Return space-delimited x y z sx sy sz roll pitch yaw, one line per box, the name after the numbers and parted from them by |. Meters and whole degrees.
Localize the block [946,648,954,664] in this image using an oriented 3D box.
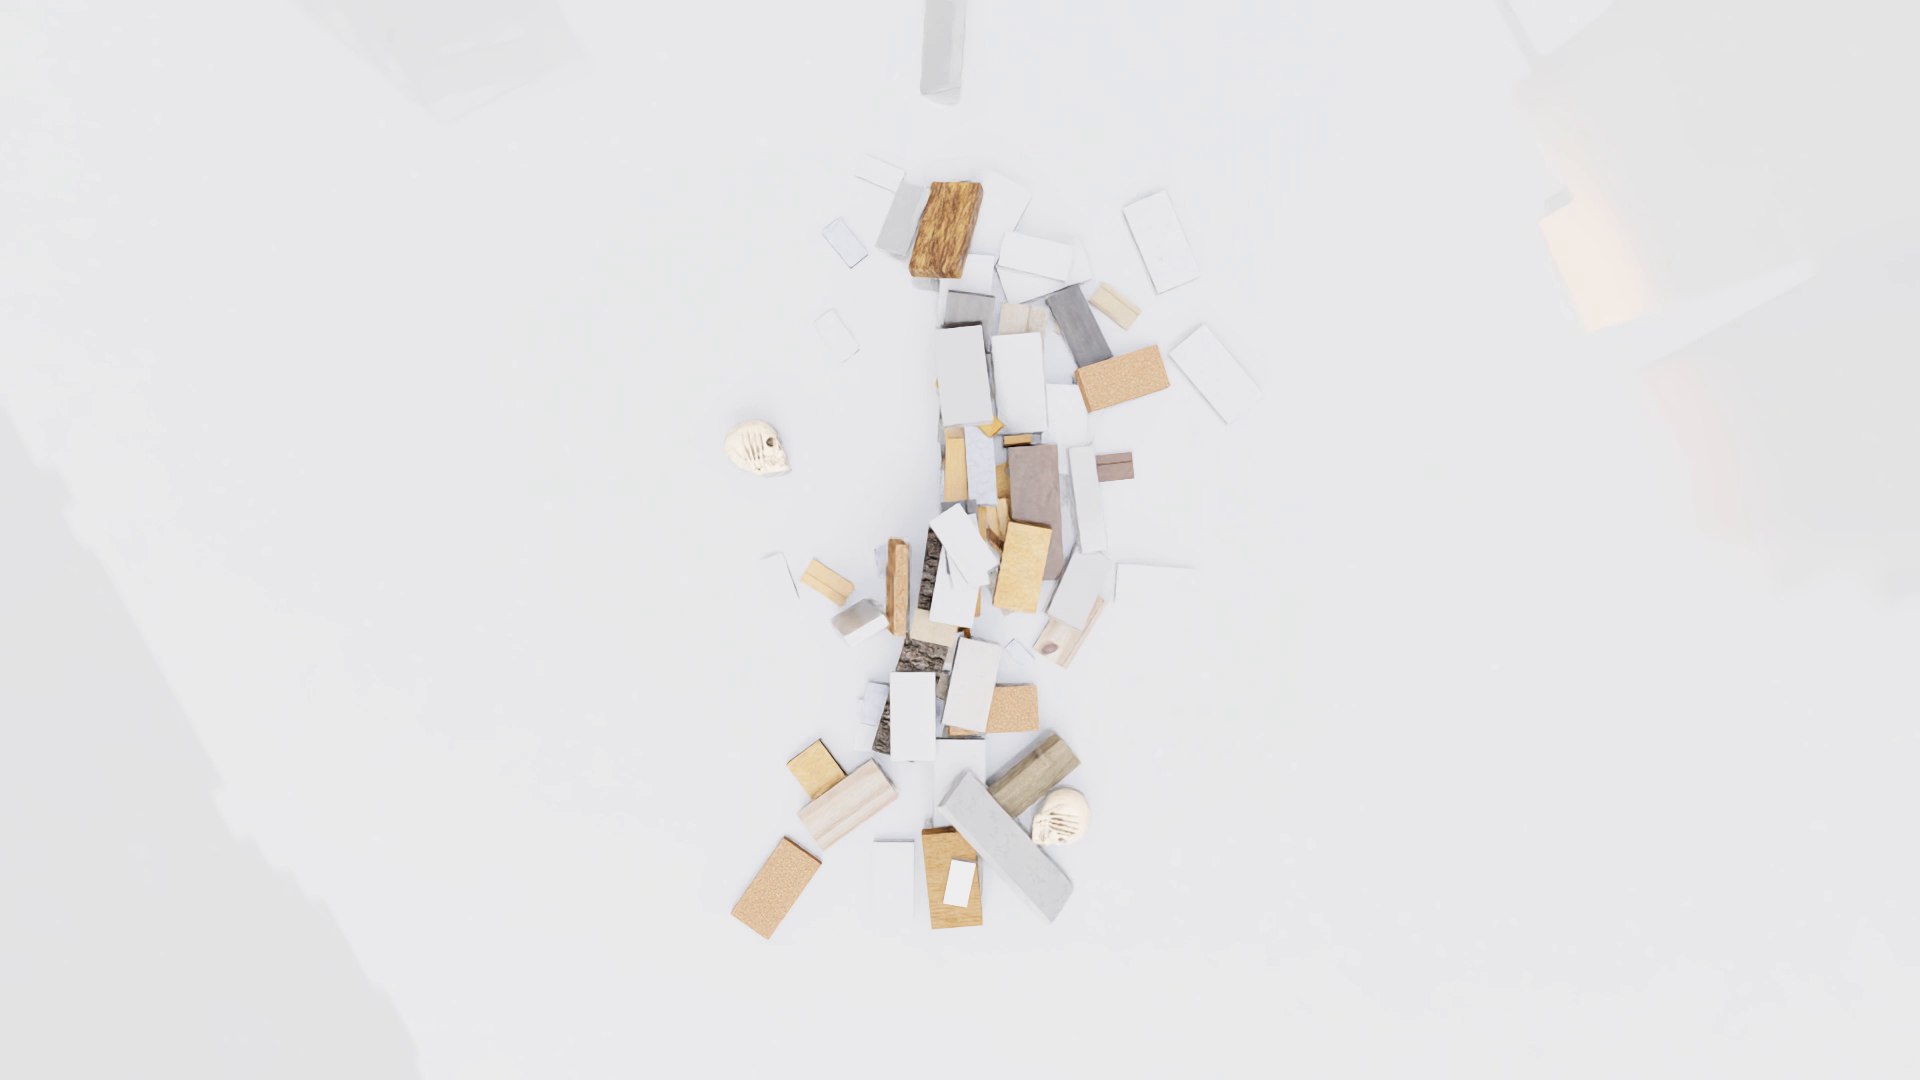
-0.068 0.302 5.407 0.099 0.028 0.198 3 102 2 | block

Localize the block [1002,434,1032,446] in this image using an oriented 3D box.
0.187 -0.326 5.386 0.089 0.177 0.025 -6 91 0 | block

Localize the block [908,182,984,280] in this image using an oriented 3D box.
-0.044 -1.014 5.389 0.170 0.048 0.340 6 68 20 | block

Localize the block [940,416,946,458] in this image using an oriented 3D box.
-0.009 -0.302 5.448 0.109 0.031 0.219 -2 109 2 | block

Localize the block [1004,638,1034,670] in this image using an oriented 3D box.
0.198 0.381 5.493 0.050 0.014 0.101 -43 90 0 | block

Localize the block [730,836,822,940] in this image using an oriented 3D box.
-0.610 1.156 5.478 0.153 0.043 0.307 35 90 0 | block

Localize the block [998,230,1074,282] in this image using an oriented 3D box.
0.250 -0.935 5.438 0.232 0.033 0.116 13 90 -2 | block

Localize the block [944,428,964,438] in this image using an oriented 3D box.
0.006 -0.347 5.386 0.109 0.031 0.219 -3 96 2 | block

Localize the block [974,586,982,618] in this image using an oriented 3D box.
-0.002 0.106 5.444 0.147 0.042 0.293 2 104 -1 | block

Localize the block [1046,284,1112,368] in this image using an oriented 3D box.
0.395 -0.704 5.466 0.116 0.033 0.267 -26 90 0 | block

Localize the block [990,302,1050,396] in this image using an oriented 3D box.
0.196 -0.622 5.457 0.155 0.044 0.310 8 98 0 | block

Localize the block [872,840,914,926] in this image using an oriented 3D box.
-0.221 1.138 5.481 0.136 0.039 0.273 0 90 0 | block

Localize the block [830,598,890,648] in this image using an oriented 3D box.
-0.329 0.265 5.347 0.144 0.288 0.041 -30 105 -8 | block

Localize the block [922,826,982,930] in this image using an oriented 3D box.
-0.025 1.106 5.409 0.169 0.048 0.338 -5 105 2 | block

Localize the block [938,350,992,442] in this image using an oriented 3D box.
0.013 -0.471 5.428 0.155 0.044 0.310 4 109 0 | block

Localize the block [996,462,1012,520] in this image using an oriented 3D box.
0.163 -0.165 5.487 0.090 0.026 0.181 -25 90 0 | block

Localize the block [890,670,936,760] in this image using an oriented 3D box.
-0.152 0.570 5.358 0.145 0.041 0.290 0 95 0 | block

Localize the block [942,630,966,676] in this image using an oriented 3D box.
-0.015 0.401 5.459 0.099 0.028 0.198 -12 104 5 | block

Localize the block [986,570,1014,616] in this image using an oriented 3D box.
0.141 0.174 5.490 0.074 0.021 0.148 -31 90 0 | block

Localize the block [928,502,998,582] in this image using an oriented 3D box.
0.010 0.009 5.120 0.113 0.032 0.225 -33 89 -5 | block

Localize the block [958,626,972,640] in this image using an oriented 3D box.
-0.022 0.262 5.447 0.099 0.028 0.198 -7 112 3 | block

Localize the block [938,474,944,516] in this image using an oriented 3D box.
-0.001 -0.061 5.367 0.147 0.042 0.293 7 92 -1 | block

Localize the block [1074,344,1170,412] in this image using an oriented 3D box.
0.536 -0.533 5.442 0.293 0.041 0.146 -18 90 -15 | block

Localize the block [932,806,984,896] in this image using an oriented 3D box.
-0.007 1.007 5.476 0.169 0.048 0.338 1 90 0 | block

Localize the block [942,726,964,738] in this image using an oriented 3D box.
-0.062 0.622 5.483 0.158 0.022 0.079 1 82 0 | block

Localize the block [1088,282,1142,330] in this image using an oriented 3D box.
0.516 -0.777 5.489 0.161 0.023 0.081 38 90 0 | block

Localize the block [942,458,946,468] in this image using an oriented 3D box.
-0.002 -0.160 5.456 0.109 0.031 0.219 0 106 0 | block

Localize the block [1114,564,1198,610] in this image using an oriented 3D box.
0.650 0.154 5.481 0.265 0.037 0.132 4 90 0 | block

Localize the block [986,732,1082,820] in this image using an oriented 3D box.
0.243 0.780 5.437 0.297 0.042 0.148 -40 128 0 | block

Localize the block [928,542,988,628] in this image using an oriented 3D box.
-0.007 0.131 5.210 0.138 0.039 0.276 10 86 -3 | block

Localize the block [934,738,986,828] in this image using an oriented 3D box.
-0.002 0.824 5.428 0.169 0.048 0.338 0 90 0 | block

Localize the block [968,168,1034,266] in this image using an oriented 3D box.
0.088 -1.039 5.476 0.170 0.048 0.340 28 90 0 | block

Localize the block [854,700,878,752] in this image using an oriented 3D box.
-0.304 0.618 5.488 0.084 0.024 0.167 5 90 0 | block

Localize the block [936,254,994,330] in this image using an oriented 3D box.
0.014 -0.773 5.443 0.170 0.048 0.340 5 101 0 | block

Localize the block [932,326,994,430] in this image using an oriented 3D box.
0.008 -0.525 5.313 0.161 0.046 0.321 -6 77 -2 | block

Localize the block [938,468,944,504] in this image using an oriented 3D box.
0.004 -0.091 5.437 0.147 0.042 0.293 1 106 0 | block

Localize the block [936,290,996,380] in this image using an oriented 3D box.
0.018 -0.655 5.410 0.155 0.044 0.310 7 109 -1 | block

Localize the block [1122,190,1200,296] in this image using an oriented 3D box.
0.668 -0.987 5.478 0.153 0.043 0.307 -23 90 0 | block

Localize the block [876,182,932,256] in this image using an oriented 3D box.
-0.189 -1.062 5.450 0.116 0.033 0.232 22 90 39 | block

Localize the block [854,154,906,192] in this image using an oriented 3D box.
-0.266 -1.219 5.489 0.152 0.022 0.076 23 90 0 | block
